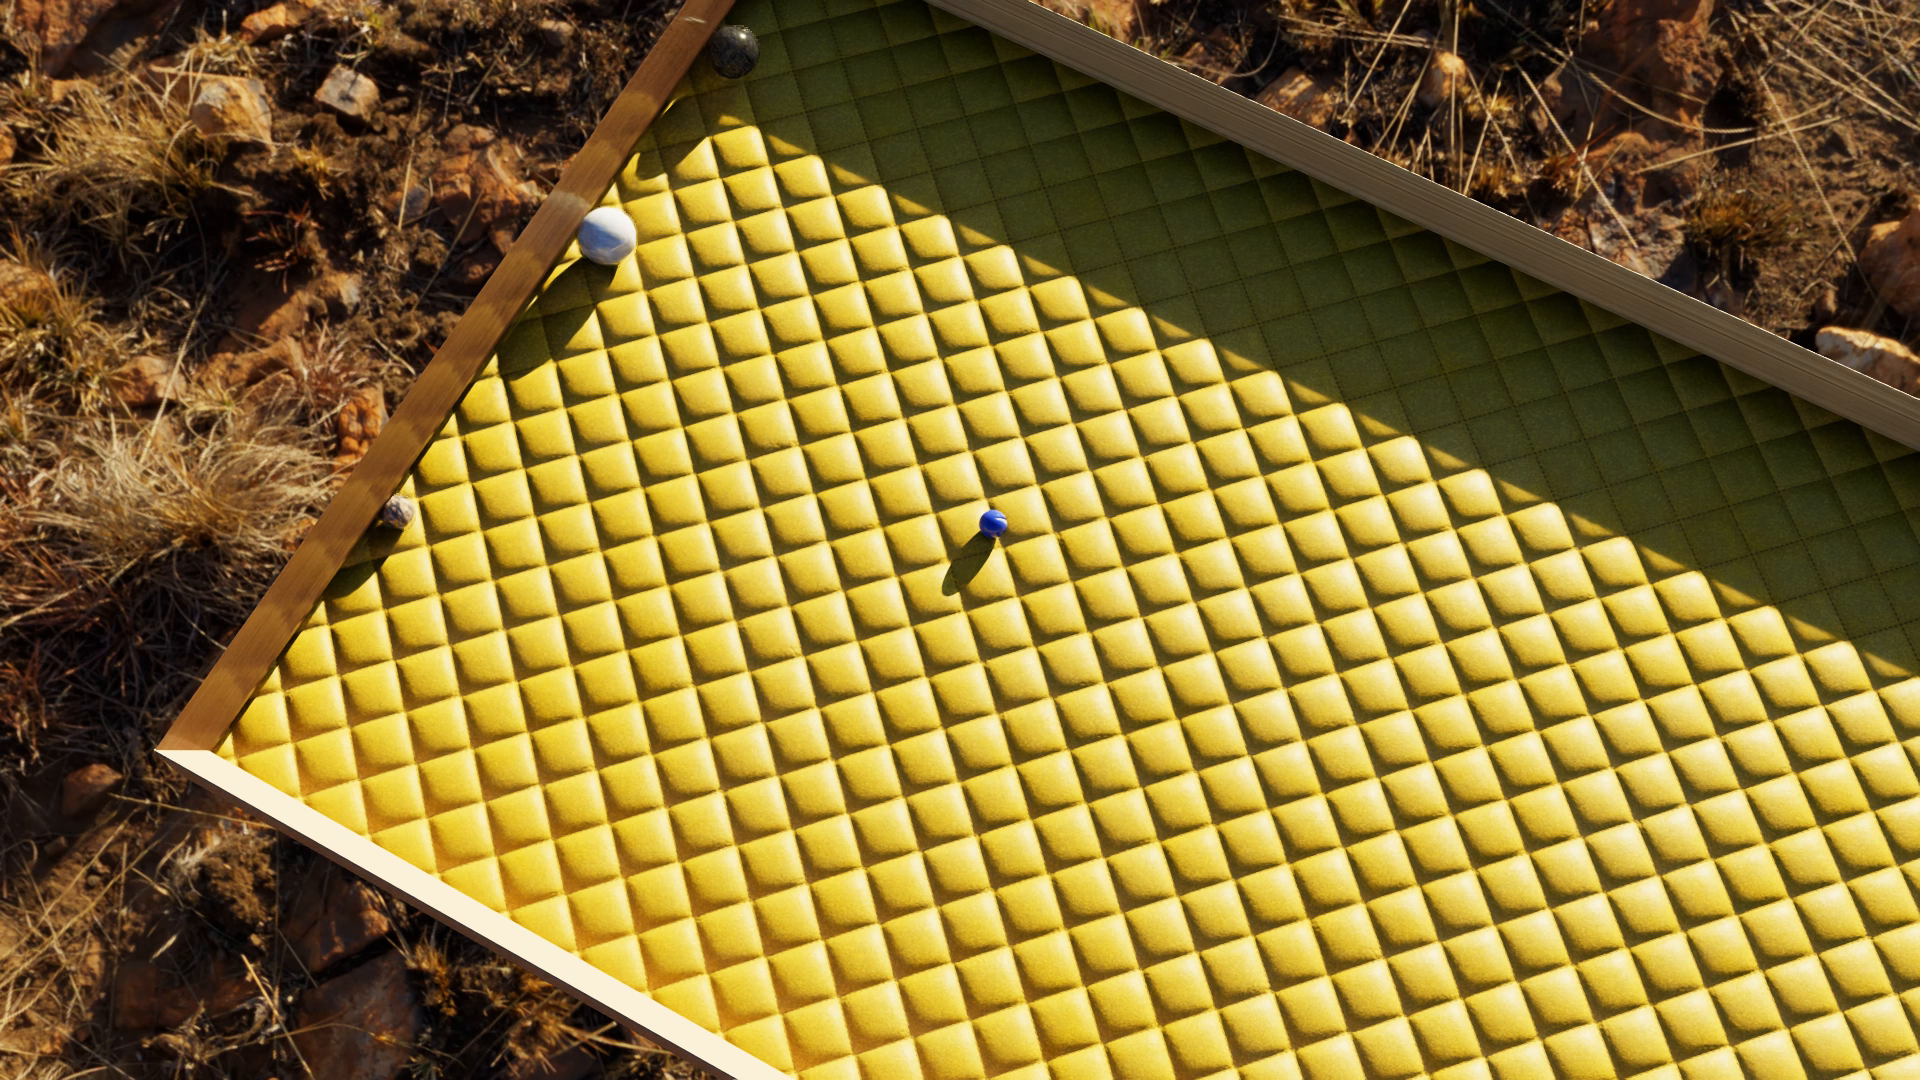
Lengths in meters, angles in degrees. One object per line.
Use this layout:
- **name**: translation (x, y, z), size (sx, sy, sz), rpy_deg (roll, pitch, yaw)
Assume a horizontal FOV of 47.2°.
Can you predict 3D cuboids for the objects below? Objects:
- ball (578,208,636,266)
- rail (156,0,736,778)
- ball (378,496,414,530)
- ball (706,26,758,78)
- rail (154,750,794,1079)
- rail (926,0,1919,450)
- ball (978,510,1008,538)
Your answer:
- **ball**: translation (-0.593, -0.510, 3.694), size (0.097, 0.097, 0.097), rpy_deg (0, 68, 0)
- **rail**: translation (-0.747, -0.387, 3.626), size (0.045, 0.126, 1.811), rpy_deg (27, 70, 10)
- **ball**: translation (-0.903, -0.044, 3.524), size (0.055, 0.055, 0.055), rpy_deg (0, 68, 0)
- **ball**: translation (-0.397, -0.851, 3.838), size (0.090, 0.090, 0.090), rpy_deg (0, 68, 0)
- **rail**: translation (0.348, 1.089, 3.017), size (3.495, 0.126, 0.045), rpy_deg (27, 70, 10)
- **rail**: translation (1.189, -0.343, 3.608), size (3.495, 0.126, 0.045), rpy_deg (27, 70, 10)
- **ball**: translation (0.053, -0.026, 3.521), size (0.046, 0.046, 0.046), rpy_deg (0, 68, 0)
